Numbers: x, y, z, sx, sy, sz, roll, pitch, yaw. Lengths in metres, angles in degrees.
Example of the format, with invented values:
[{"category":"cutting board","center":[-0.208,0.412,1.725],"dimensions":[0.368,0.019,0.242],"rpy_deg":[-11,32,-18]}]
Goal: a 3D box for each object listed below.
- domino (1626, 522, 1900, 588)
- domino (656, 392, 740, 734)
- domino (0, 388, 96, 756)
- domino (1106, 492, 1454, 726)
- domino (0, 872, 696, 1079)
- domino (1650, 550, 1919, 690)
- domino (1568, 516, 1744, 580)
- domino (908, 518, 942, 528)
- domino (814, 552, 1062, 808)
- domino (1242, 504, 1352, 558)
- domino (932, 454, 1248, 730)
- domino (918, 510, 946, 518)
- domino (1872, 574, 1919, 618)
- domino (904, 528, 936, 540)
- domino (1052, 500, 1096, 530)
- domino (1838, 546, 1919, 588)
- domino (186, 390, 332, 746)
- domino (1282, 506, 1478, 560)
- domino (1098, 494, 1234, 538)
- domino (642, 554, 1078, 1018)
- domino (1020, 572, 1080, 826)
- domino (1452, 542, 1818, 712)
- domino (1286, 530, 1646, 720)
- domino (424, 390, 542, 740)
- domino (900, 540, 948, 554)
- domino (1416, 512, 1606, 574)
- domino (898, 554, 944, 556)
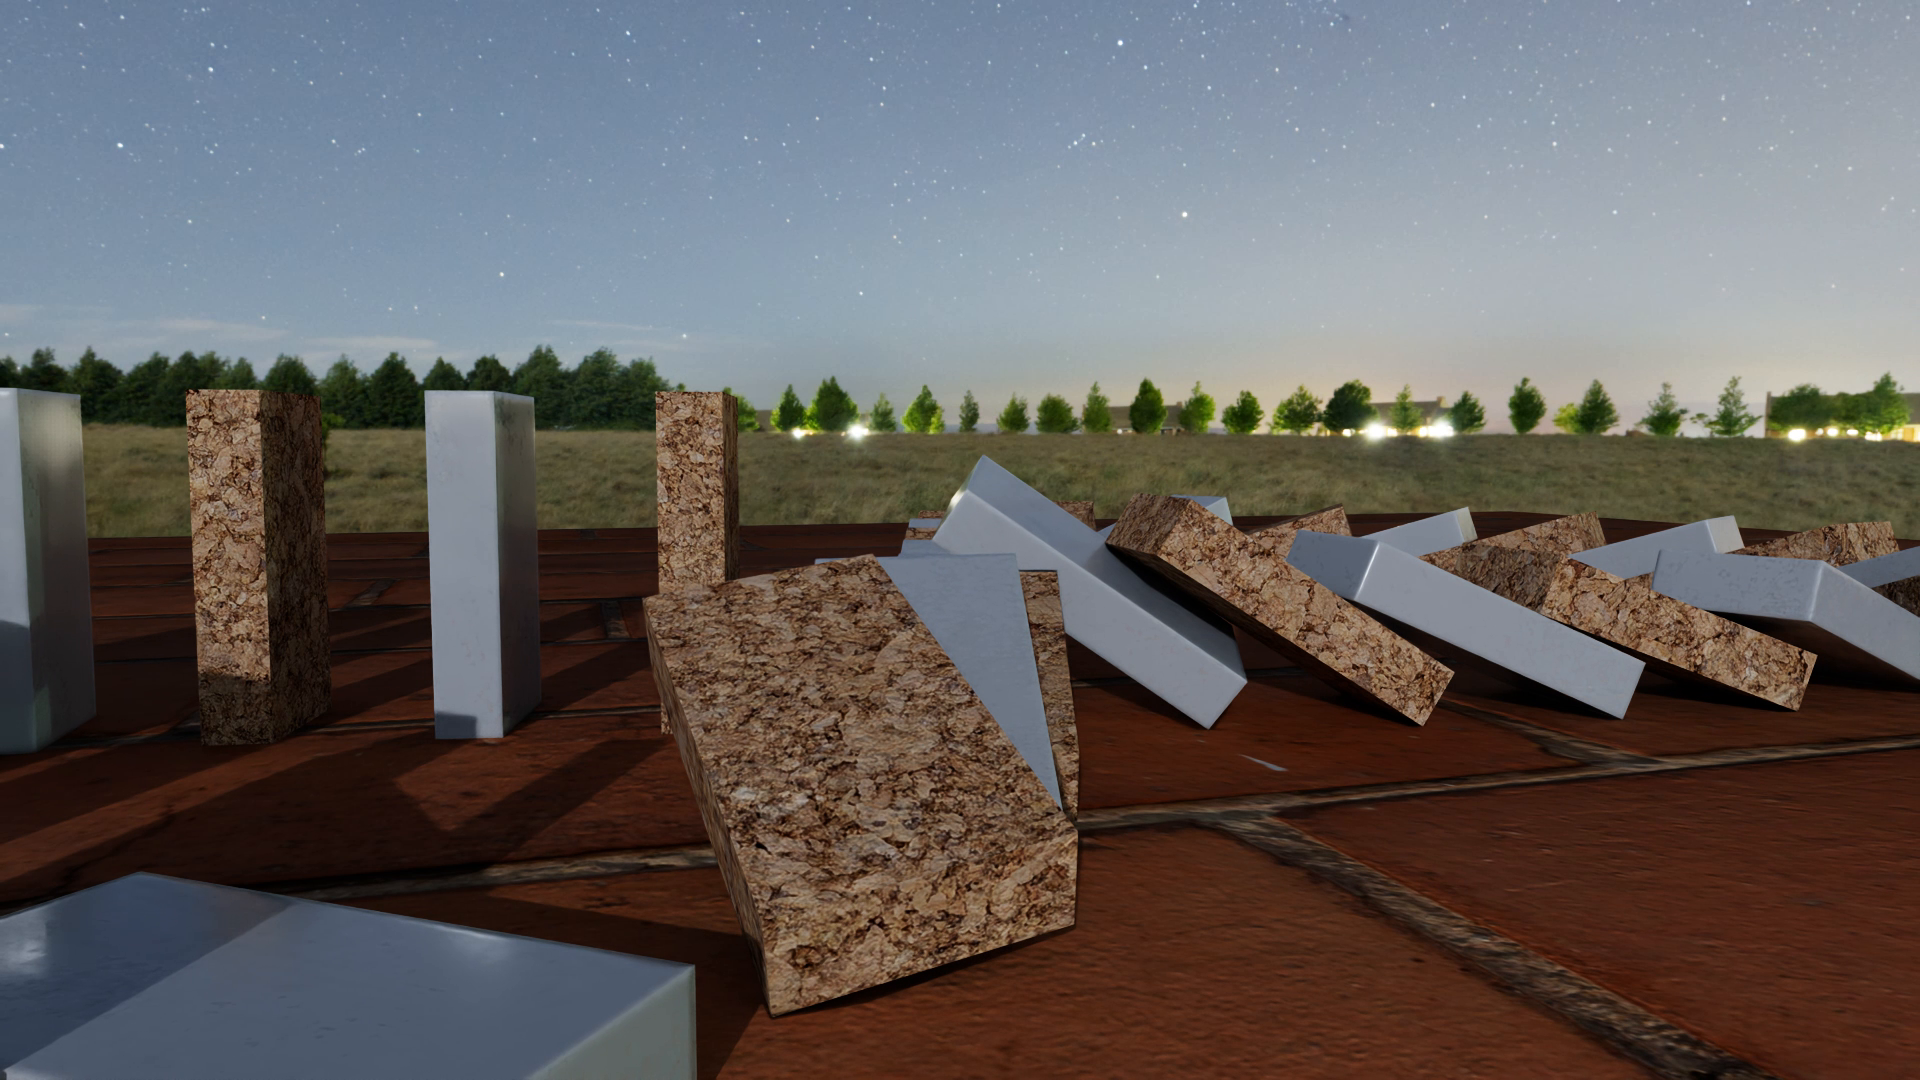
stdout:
[{"category":"domino","center":[0.182,0.008,0.295],"dimensions":[0.025,0.009,0.050],"rpy_deg":[-2,-15,-32]},{"category":"domino","center":[-0.040,0.003,0.199],"dimensions":[0.010,0.050,0.025],"rpy_deg":[0,4,-5]},{"category":"domino","center":[-0.136,0.004,0.185],"dimensions":[0.010,0.050,0.025],"rpy_deg":[-1,5,-18]},{"category":"domino","center":[0.049,0.010,0.201],"dimensions":[0.050,0.010,0.025],"rpy_deg":[32,-2,-12]},{"category":"domino","center":[-0.045,0.032,0.079],"dimensions":[0.050,0.009,0.025],"rpy_deg":[2,5,21]},{"category":"domino","center":[0.142,0.014,0.216],"dimensions":[0.050,0.009,0.025],"rpy_deg":[19,-6,-31]},{"category":"domino","center":[0.167,0.006,0.325],"dimensions":[0.025,0.010,0.050],"rpy_deg":[-4,-12,-46]},{"category":"domino","center":[-0.001,0.009,0.293],"dimensions":[0.025,0.009,0.050],"rpy_deg":[0,22,2]},{"category":"domino","center":[-0.004,0.018,0.140],"dimensions":[0.025,0.009,0.050],"rpy_deg":[-2,27,-2]},{"category":"domino","center":[0.091,0.001,0.384],"dimensions":[0.050,0.009,0.025],"rpy_deg":[-18,-1,17]},{"category":"domino","center":[0.020,0.007,0.200],"dimensions":[0.050,0.009,0.025],"rpy_deg":[34,17,-4]},{"category":"domino","center":[0.000,0.006,0.325],"dimensions":[0.025,0.009,0.050],"rpy_deg":[0,22,3]},{"category":"domino","center":[0.179,0.014,0.234],"dimensions":[0.025,0.010,0.050],"rpy_deg":[0,-12,4]},{"category":"domino","center":[0.000,0.011,0.261],"dimensions":[0.025,0.010,0.050],"rpy_deg":[0,22,2]},{"category":"domino","center":[0.022,0.001,0.386],"dimensions":[0.025,0.009,0.050],"rpy_deg":[2,23,20]},{"category":"domino","center":[0.192,0.010,0.267],"dimensions":[0.025,0.009,0.050],"rpy_deg":[-2,-15,-22]},{"category":"domino","center":[-0.104,0.003,0.192],"dimensions":[0.010,0.050,0.025],"rpy_deg":[-1,4,-8]},{"category":"domino","center":[0.120,0.003,0.368],"dimensions":[0.050,0.010,0.025],"rpy_deg":[-18,-5,29]},{"category":"domino","center":[0.058,0.000,0.399],"dimensions":[0.050,0.009,0.025],"rpy_deg":[-25,16,-27]},{"category":"domino","center":[-0.012,0.018,0.118],"dimensions":[0.025,0.009,0.050],"rpy_deg":[-11,29,-19]},{"category":"domino","center":[0.001,0.018,0.165],"dimensions":[0.025,0.009,0.050],"rpy_deg":[0,22,1]},{"category":"domino","center":[0.109,0.014,0.211],"dimensions":[0.050,0.009,0.025],"rpy_deg":[19,0,-13]},{"category":"domino","center":[0.079,0.013,0.205],"dimensions":[0.050,0.009,0.025],"rpy_deg":[23,-1,-13]},{"category":"domino","center":[-0.072,0.003,0.196],"dimensions":[0.010,0.050,0.025],"rpy_deg":[0,4,-6]},{"category":"domino","center":[0.001,0.014,0.229],"dimensions":[0.025,0.010,0.050],"rpy_deg":[0,21,2]},{"category":"domino","center":[0.145,0.004,0.348],"dimensions":[0.050,0.010,0.025],"rpy_deg":[-20,-9,38]},{"category":"domino","center":[0.002,0.016,0.197],"dimensions":[0.025,0.010,0.050],"rpy_deg":[0,21,1]}]
